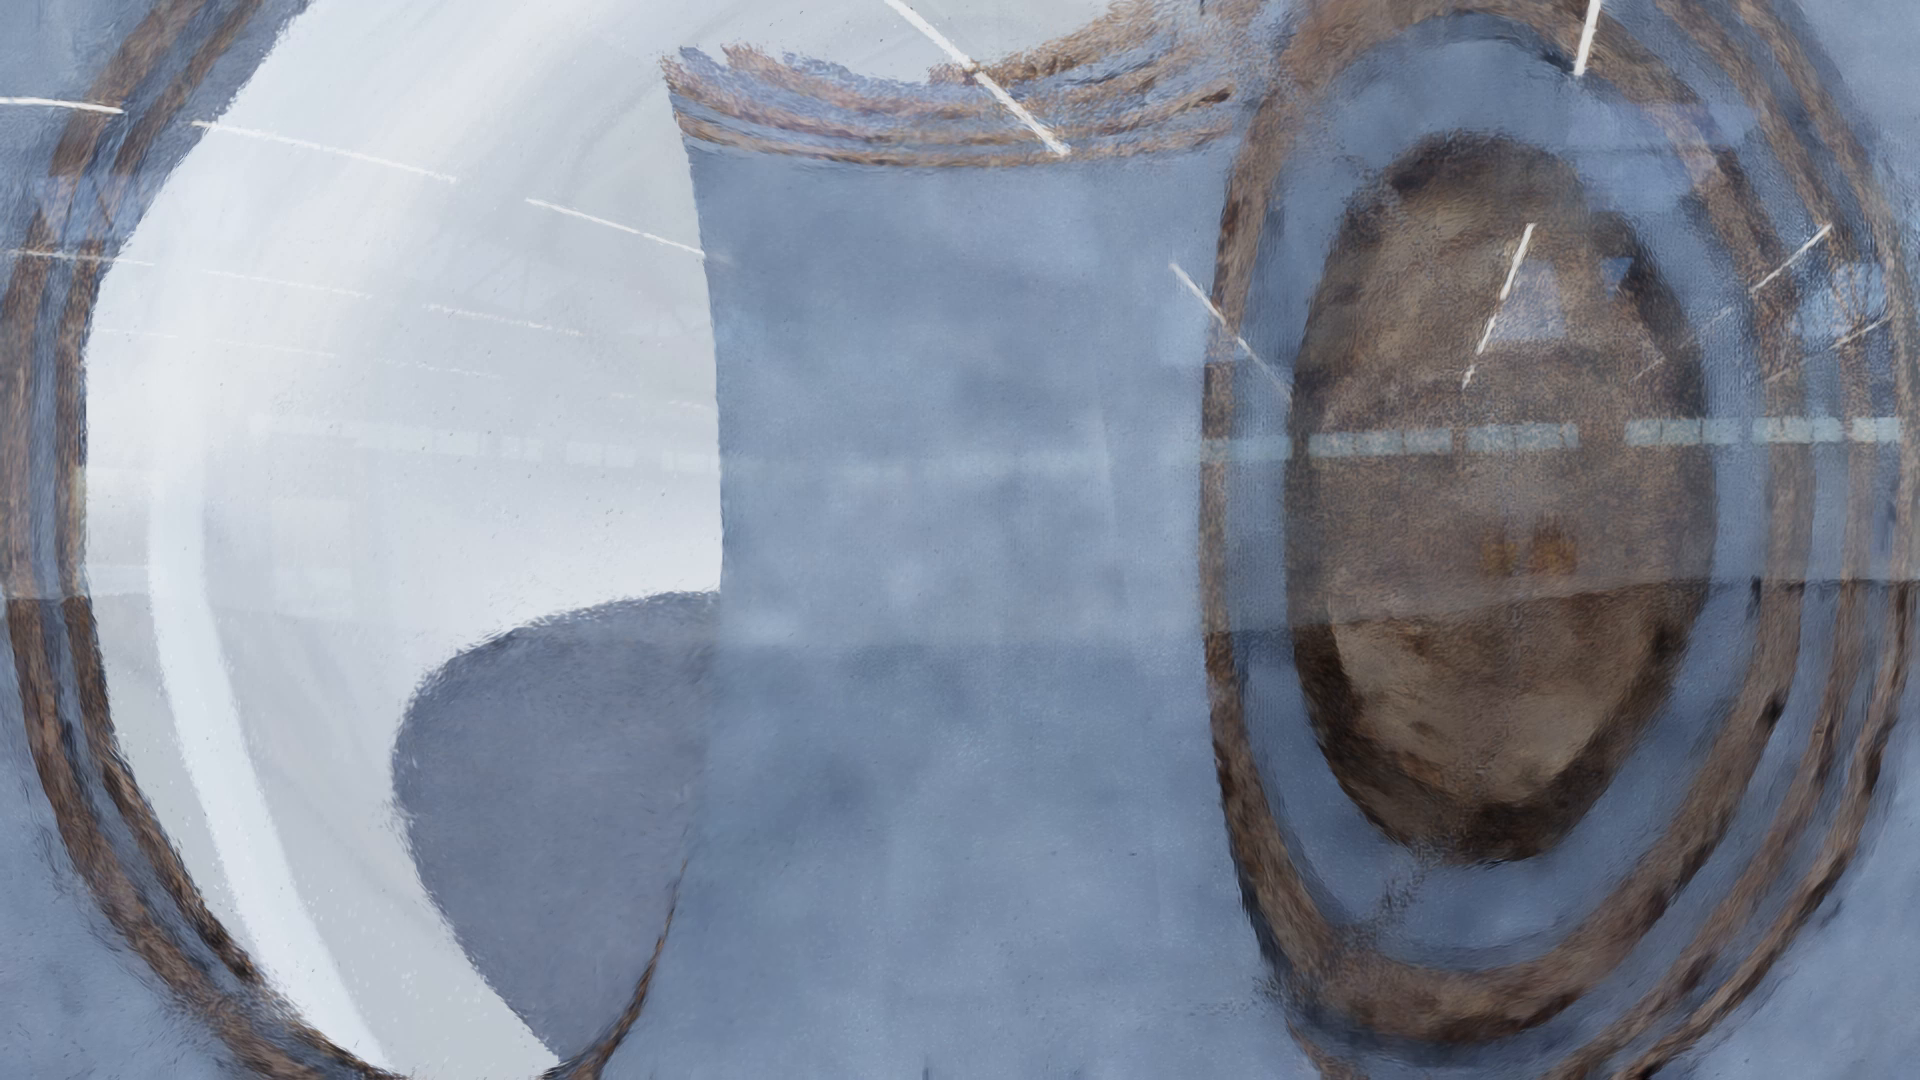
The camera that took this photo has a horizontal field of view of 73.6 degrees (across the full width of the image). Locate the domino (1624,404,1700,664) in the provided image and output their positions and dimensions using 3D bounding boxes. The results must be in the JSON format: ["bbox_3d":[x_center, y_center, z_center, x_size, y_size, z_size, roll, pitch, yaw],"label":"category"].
[{"bbox_3d":[0.142,-0.002,0.259,0.009,0.050,0.025,3,5,34],"label":"domino"}]

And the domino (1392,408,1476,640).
[{"bbox_3d":[0.107,-0.004,0.288,0.010,0.050,0.025,4,6,42],"label":"domino"}]

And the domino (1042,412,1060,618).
[{"bbox_3d":[0.012,-0.007,0.321,0.025,0.050,0.010,3,5,32],"label":"domino"}]

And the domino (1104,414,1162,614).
[{"bbox_3d":[0.045,-0.007,0.332,0.009,0.050,0.025,1,5,19],"label":"domino"}]

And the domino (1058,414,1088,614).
[{"bbox_3d":[0.022,-0.007,0.333,0.009,0.050,0.025,-2,5,-29],"label":"domino"}]

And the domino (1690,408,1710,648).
[{"bbox_3d":[0.161,-0.003,0.276,0.025,0.050,0.010,-3,5,-32],"label":"domino"}]

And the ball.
[{"bbox_3d":[0.000,-0.002,0.056,0.080,0.080,0.080,0,4,0],"label":"ball"}]

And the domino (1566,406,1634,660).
[{"bbox_3d":[0.133,-0.002,0.264,0.009,0.050,0.025,3,5,35],"label":"domino"}]

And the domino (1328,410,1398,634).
[{"bbox_3d":[0.096,-0.005,0.298,0.010,0.050,0.025,4,6,40],"label":"domino"}]

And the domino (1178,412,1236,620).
[{"bbox_3d":[0.065,-0.007,0.322,0.009,0.050,0.025,3,5,33],"label":"domino"}]

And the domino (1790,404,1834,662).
[{"bbox_3d":[0.170,-0.002,0.261,0.010,0.050,0.025,3,5,31],"label":"domino"}]

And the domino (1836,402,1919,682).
[{"bbox_3d":[0.174,0.000,0.241,0.010,0.050,0.025,2,5,25],"label":"domino"}]

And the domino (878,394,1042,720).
[{"bbox_3d":[0.000,0.002,0.201,0.025,0.050,0.009,0,4,0],"label":"domino"}]

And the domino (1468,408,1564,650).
[{"bbox_3d":[0.120,-0.003,0.277,0.010,0.050,0.025,4,6,43],"label":"domino"}]

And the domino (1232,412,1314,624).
[{"bbox_3d":[0.077,-0.006,0.314,0.009,0.050,0.025,3,5,37],"label":"domino"}]

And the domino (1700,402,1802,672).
[{"bbox_3d":[0.154,-0.001,0.251,0.009,0.050,0.025,1,5,18],"label":"domino"}]

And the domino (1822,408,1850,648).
[{"bbox_3d":[0.187,-0.002,0.262,0.009,0.050,0.025,0,4,-6],"label":"domino"}]
